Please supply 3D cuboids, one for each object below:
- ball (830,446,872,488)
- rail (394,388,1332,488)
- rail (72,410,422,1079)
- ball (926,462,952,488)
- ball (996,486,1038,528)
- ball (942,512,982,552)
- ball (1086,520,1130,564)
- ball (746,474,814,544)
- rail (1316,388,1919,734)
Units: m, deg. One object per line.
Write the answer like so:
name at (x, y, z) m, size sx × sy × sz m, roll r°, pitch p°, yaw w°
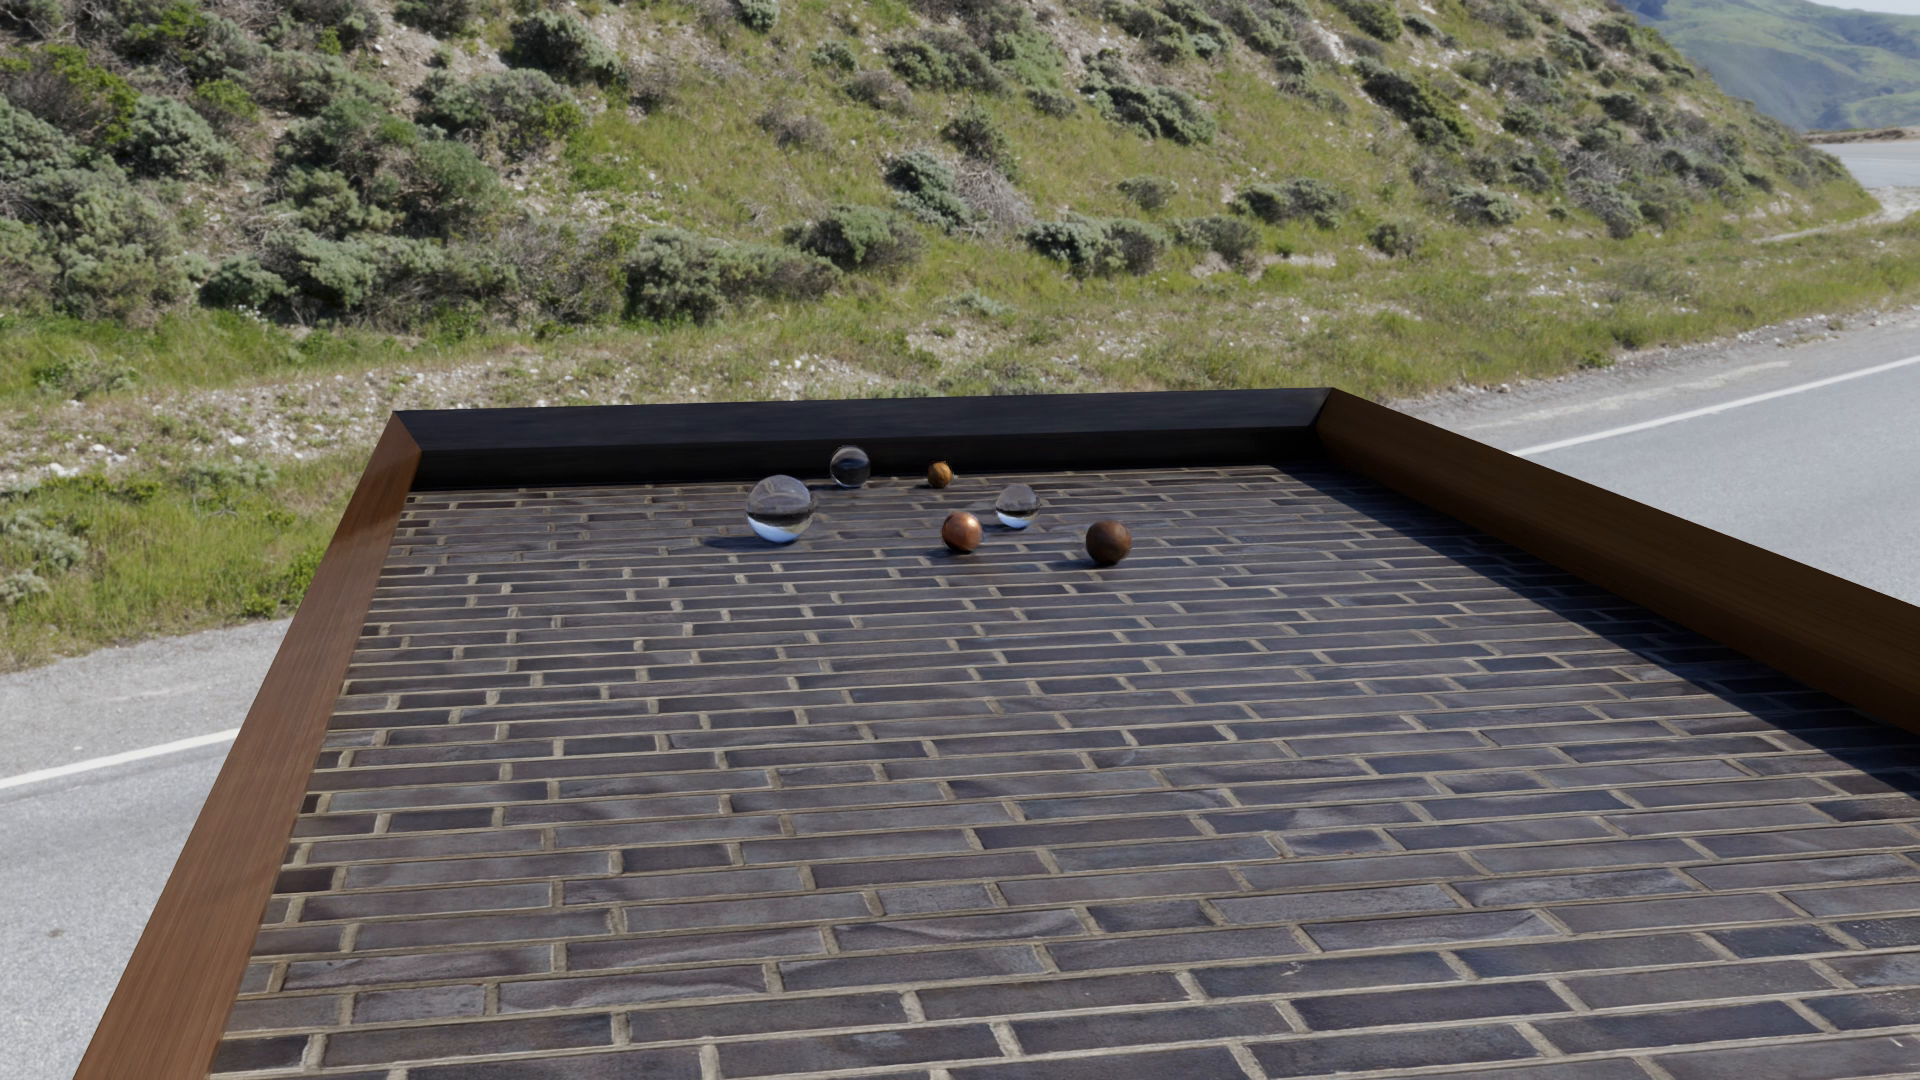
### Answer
ball at (-0.178, -0.118, 3.574) m, size 0.067 × 0.067 × 0.067 m, roll 0°, pitch 12°, yaw 0°
rail at (-0.128, -0.170, 3.677) m, size 1.592 × 0.126 × 0.045 m, roll -2°, pitch 12°, yaw -10°
rail at (-0.627, 0.140, 2.153) m, size 0.045 × 0.126 × 2.926 m, roll -2°, pitch 12°, yaw -10°
ball at (-0.034, -0.106, 3.581) m, size 0.041 × 0.041 × 0.041 m, roll 0°, pitch 12°, yaw 0°
ball at (0.085, -0.049, 3.243) m, size 0.063 × 0.063 × 0.063 m, roll 0°, pitch 12°, yaw 0°
ball at (0.003, -0.011, 3.073) m, size 0.057 × 0.057 × 0.057 m, roll 0°, pitch 12°, yaw 0°
ball at (0.201, 0.002, 2.997) m, size 0.061 × 0.061 × 0.061 m, roll 0°, pitch 12°, yaw 0°
ball at (-0.257, -0.044, 3.135) m, size 0.097 × 0.097 × 0.097 m, roll 0°, pitch 12°, yaw 0°
rail at (0.892, 0.084, 2.427) m, size 0.045 × 0.126 × 2.926 m, roll -2°, pitch 12°, yaw -10°
